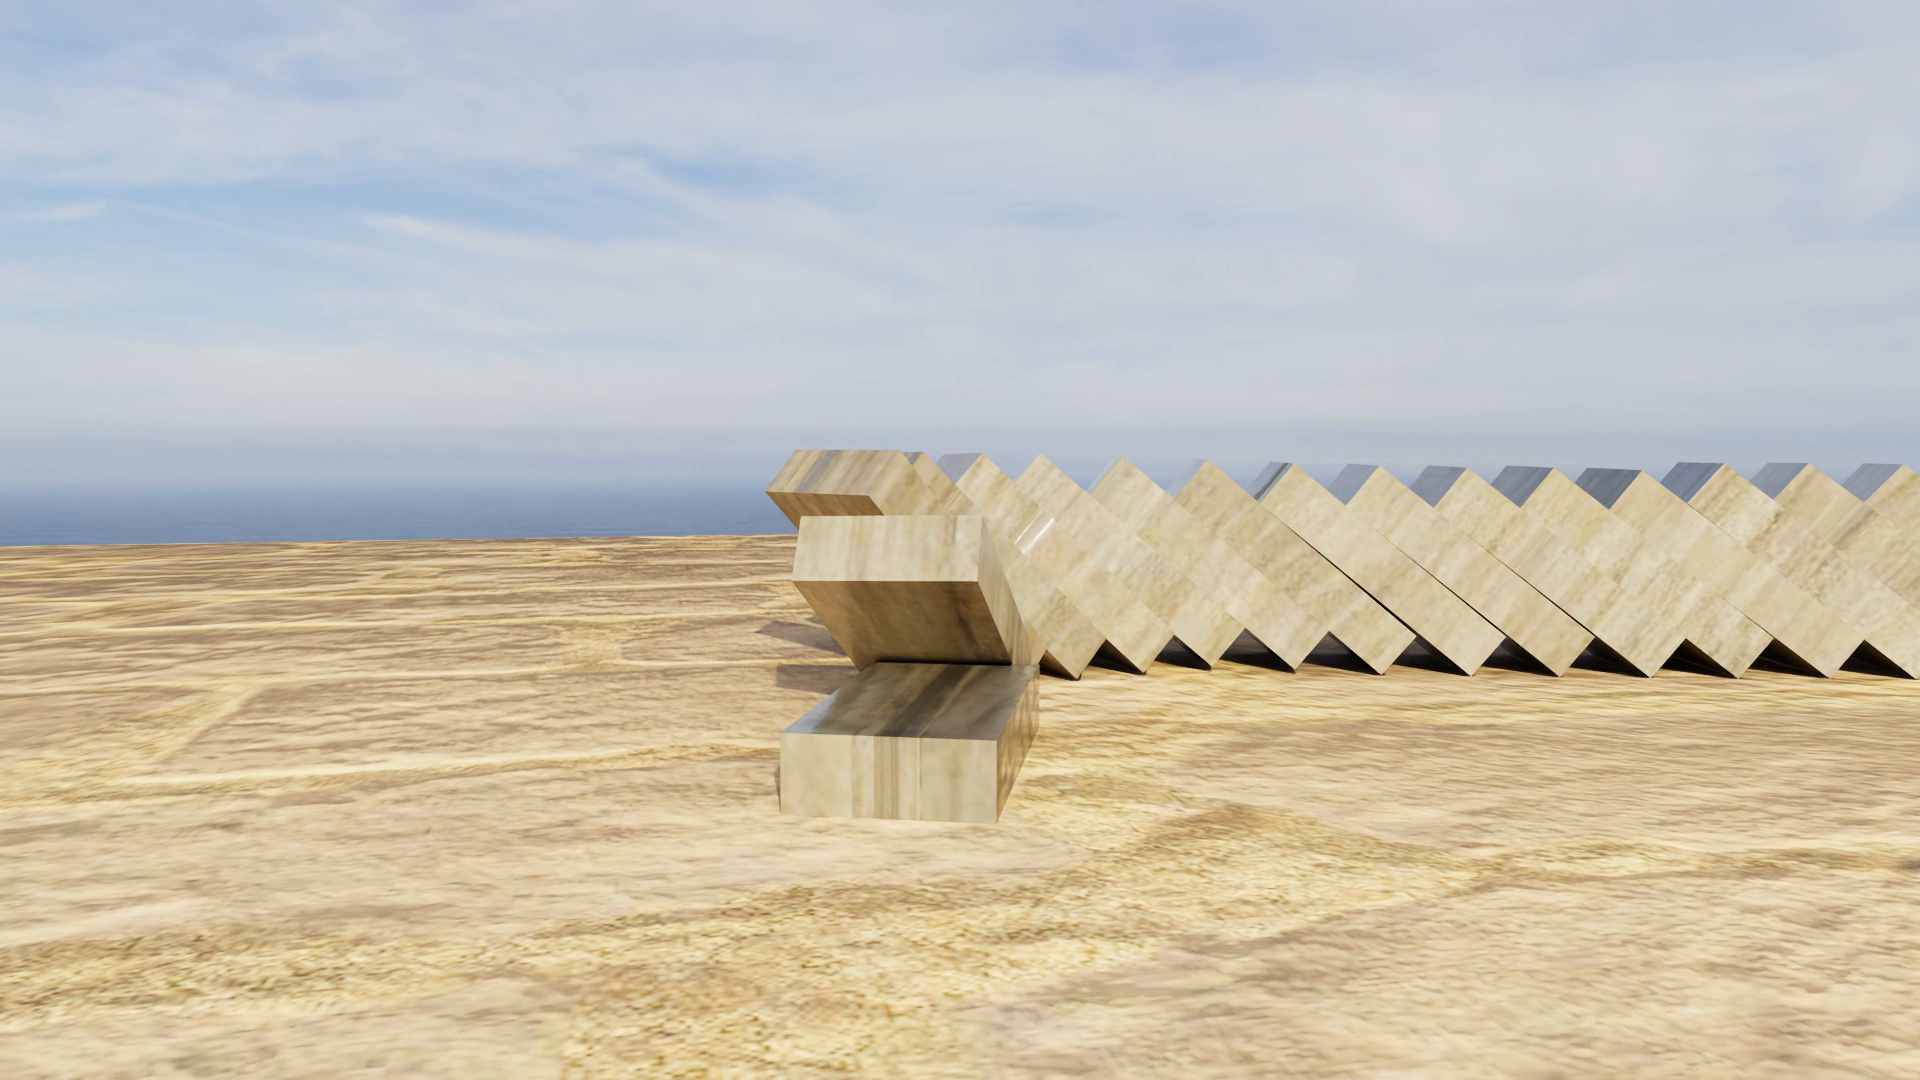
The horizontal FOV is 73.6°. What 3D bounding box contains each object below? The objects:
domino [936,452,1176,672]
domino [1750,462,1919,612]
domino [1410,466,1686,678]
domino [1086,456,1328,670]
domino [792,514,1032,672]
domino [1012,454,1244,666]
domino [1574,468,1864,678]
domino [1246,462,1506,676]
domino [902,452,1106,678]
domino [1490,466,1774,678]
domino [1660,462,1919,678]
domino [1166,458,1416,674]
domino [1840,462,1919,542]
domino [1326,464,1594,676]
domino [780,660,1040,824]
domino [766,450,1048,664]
[{"bbox_3d":[0.015,0.004,0.242,0.050,0.010,0.025,42,-9,-14],"label":"domino"},{"bbox_3d":[0.175,0.005,0.244,0.050,0.010,0.025,41,14,11],"label":"domino"},{"bbox_3d":[0.110,0.005,0.246,0.050,0.009,0.025,38,6,1],"label":"domino"},{"bbox_3d":[0.047,0.004,0.250,0.050,0.010,0.025,40,4,1],"label":"domino"},{"bbox_3d":[-0.005,0.012,0.191,0.025,0.009,0.050,0,-25,11],"label":"domino"},{"bbox_3d":[0.031,0.003,0.251,0.050,0.010,0.025,40,1,-1],"label":"domino"},{"bbox_3d":[0.142,0.005,0.245,0.050,0.010,0.025,37,6,1],"label":"domino"},{"bbox_3d":[0.078,0.005,0.247,0.050,0.010,0.025,39,6,0],"label":"domino"},{"bbox_3d":[0.002,0.004,0.233,0.050,0.010,0.025,45,-17,-23],"label":"domino"},{"bbox_3d":[0.125,0.005,0.245,0.050,0.009,0.025,38,6,1],"label":"domino"},{"bbox_3d":[0.159,0.005,0.246,0.050,0.010,0.025,40,11,7],"label":"domino"},{"bbox_3d":[0.062,0.004,0.248,0.050,0.010,0.025,40,6,0],"label":"domino"},{"bbox_3d":[0.191,0.005,0.239,0.050,0.009,0.025,42,17,14],"label":"domino"},{"bbox_3d":[0.094,0.005,0.247,0.050,0.009,0.025,39,6,0],"label":"domino"},{"bbox_3d":[-0.004,0.025,0.170,0.025,0.010,0.050,1,4,9],"label":"domino"},{"bbox_3d":[-0.008,0.005,0.218,0.025,0.009,0.050,4,-38,43],"label":"domino"}]
